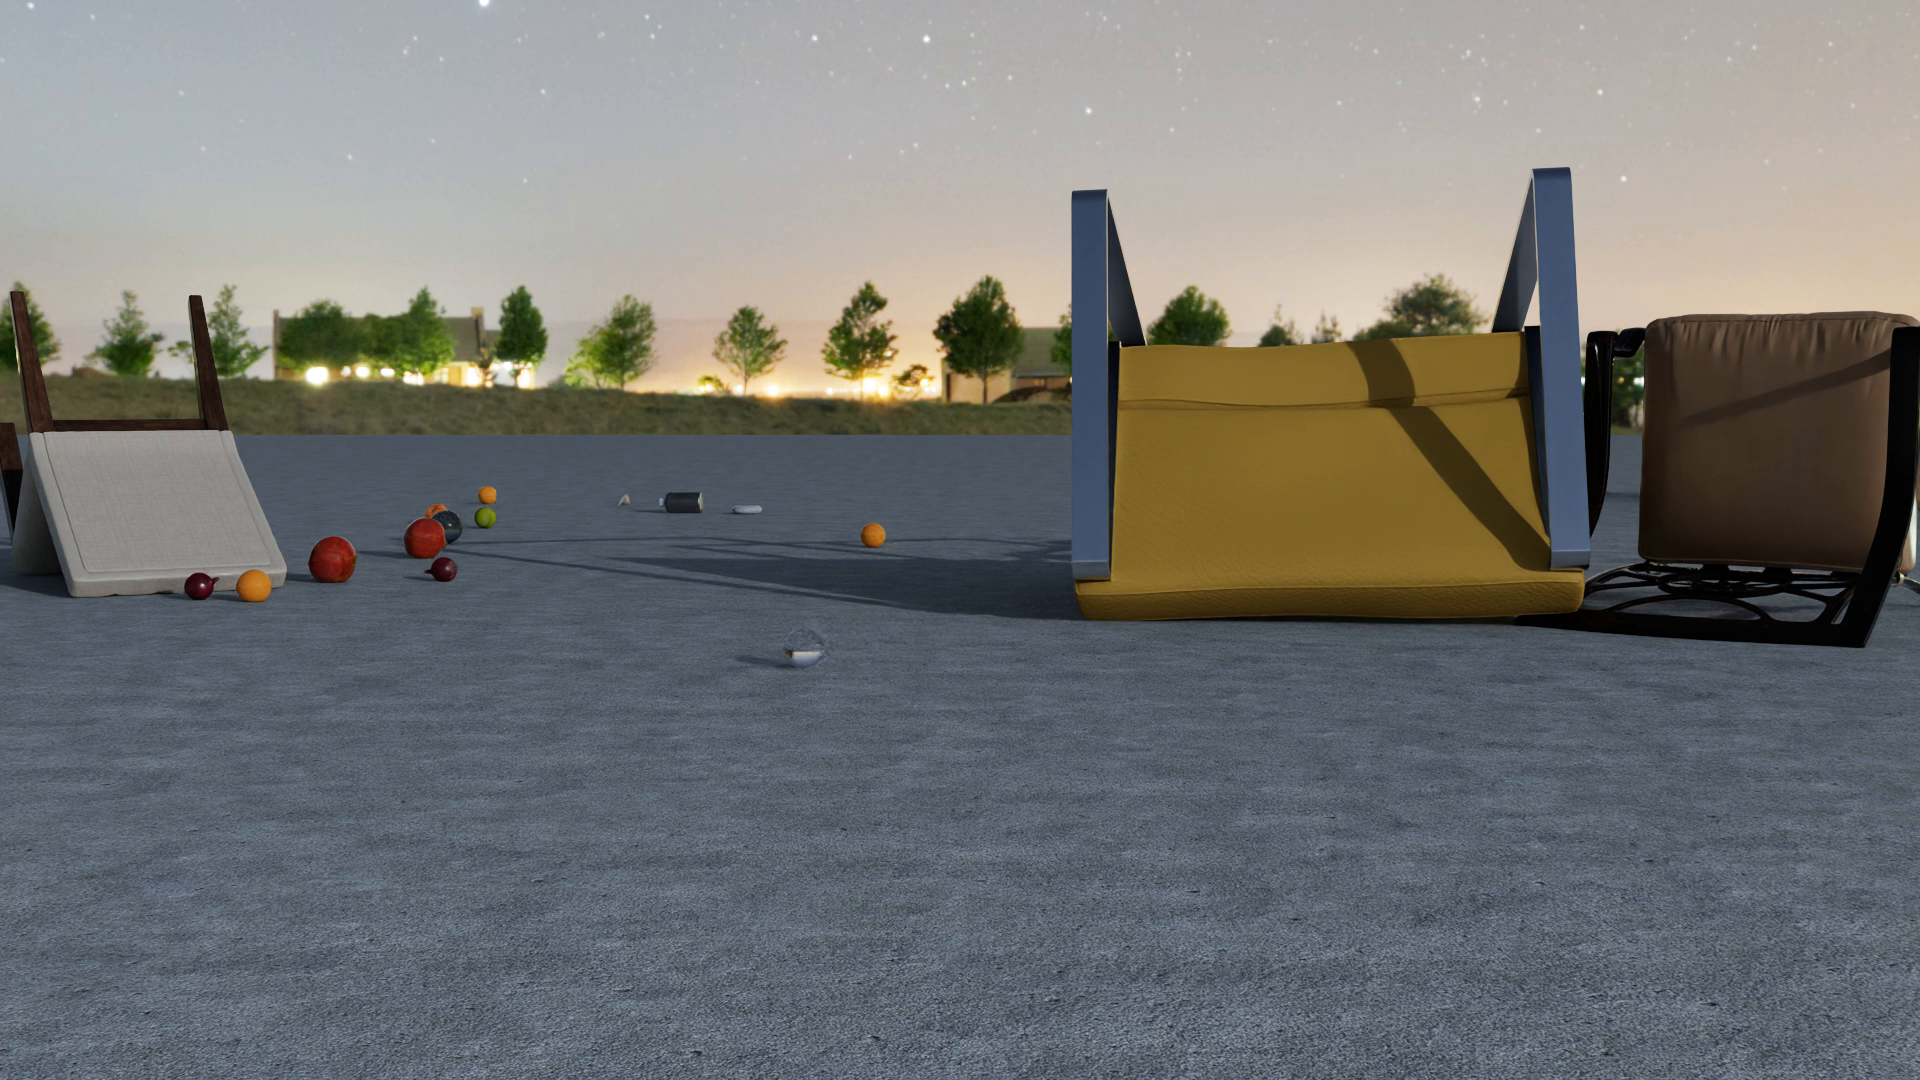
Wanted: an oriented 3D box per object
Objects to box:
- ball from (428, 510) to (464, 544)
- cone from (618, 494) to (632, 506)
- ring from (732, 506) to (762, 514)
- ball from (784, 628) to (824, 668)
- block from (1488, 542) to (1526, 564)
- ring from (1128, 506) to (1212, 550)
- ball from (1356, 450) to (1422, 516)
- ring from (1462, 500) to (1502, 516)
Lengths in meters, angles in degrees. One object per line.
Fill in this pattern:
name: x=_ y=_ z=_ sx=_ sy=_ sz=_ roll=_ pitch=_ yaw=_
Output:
ball: x=-1.493 y=-0.038 z=6.385 sx=0.098 sy=0.098 sz=0.098 roll=0 pitch=4 yaw=0
cone: x=-1.286 y=-0.145 z=8.495 sx=0.041 sy=0.056 sz=0.071 roll=34 pitch=-9 yaw=-16
ring: x=-0.767 y=-0.109 z=7.919 sx=0.116 sy=0.029 sz=0.089 roll=-2 pitch=4 yaw=-42
ball: x=-0.251 y=0.173 z=3.541 sx=0.065 sy=0.065 sz=0.065 roll=0 pitch=4 yaw=0
block: x=1.409 y=0.033 z=5.671 sx=0.050 sy=0.054 sz=0.081 roll=-3 pitch=5 yaw=-35
ring: x=0.591 y=-0.033 z=6.181 sx=0.231 sy=0.118 sz=0.242 roll=2 pitch=6 yaw=38
ball: x=1.525 y=-0.204 z=7.838 sx=0.231 sy=0.231 sz=0.231 roll=0 pitch=4 yaw=0
ring: x=1.873 y=-0.115 z=7.891 sx=0.137 sy=0.047 sz=0.157 roll=-1 pitch=5 yaw=-1
